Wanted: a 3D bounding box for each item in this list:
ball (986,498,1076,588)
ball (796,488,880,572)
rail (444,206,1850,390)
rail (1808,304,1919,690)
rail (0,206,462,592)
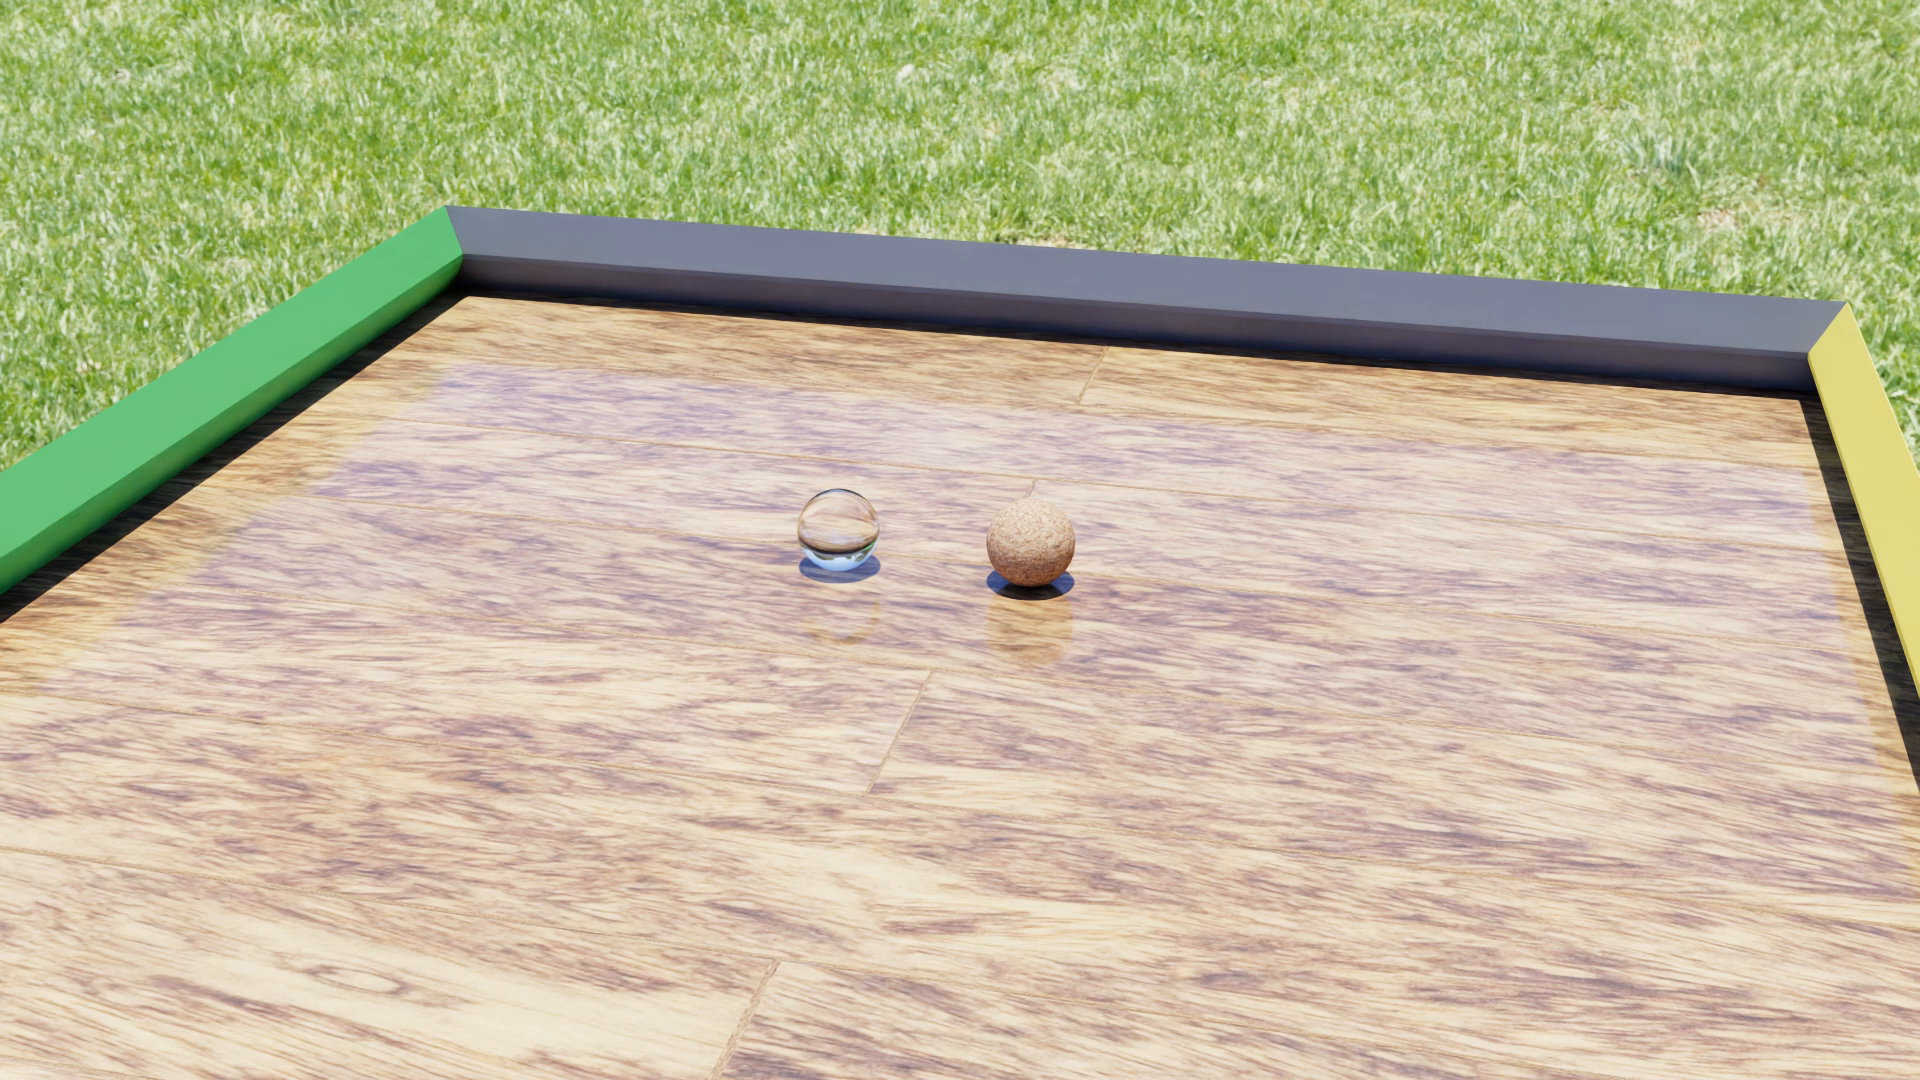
[{"bbox_3d":[0.075,0.003,2.325,0.094,0.094,0.094,0,24,0],"label":"ball"},{"bbox_3d":[-0.130,-0.011,2.362,0.089,0.089,0.089,0,24,0],"label":"ball"},{"bbox_3d":[0.185,-0.334,3.033,1.954,0.123,0.045,6,25,12],"label":"rail"},{"bbox_3d":[0.737,0.405,1.400,0.045,0.123,3.276,6,25,12],"label":"rail"},{"bbox_3d":[-1.118,0.222,1.804,0.045,0.123,3.276,6,25,12],"label":"rail"}]
